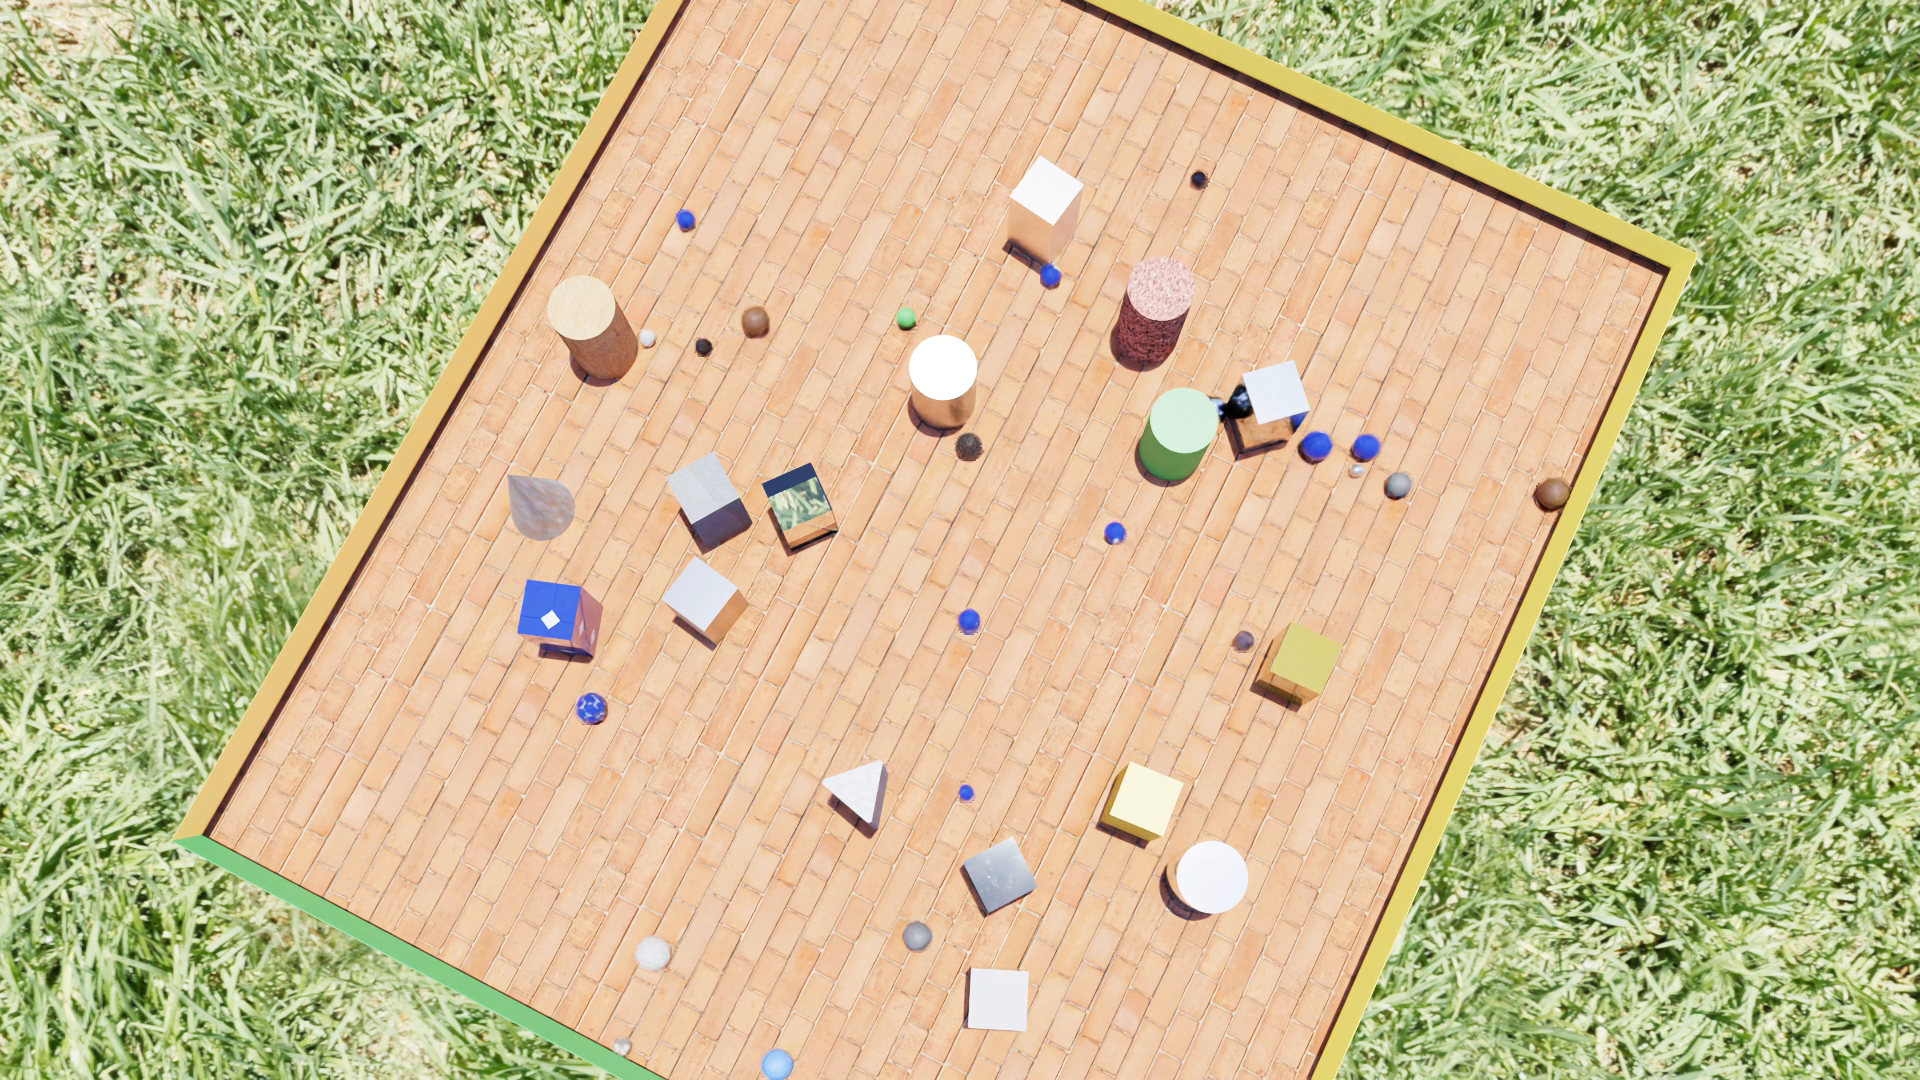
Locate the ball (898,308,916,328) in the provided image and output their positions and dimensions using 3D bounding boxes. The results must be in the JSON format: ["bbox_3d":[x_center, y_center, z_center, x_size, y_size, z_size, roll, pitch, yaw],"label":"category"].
[{"bbox_3d":[-0.167,-0.693,5.729,0.061,0.061,0.061,0,78,0],"label":"ball"}]

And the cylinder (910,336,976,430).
[{"bbox_3d":[-0.049,-0.470,5.537,0.198,0.347,0.198,0,78,0],"label":"cylinder"}]

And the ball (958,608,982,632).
[{"bbox_3d":[0.029,0.242,5.530,0.071,0.071,0.071,0,78,0],"label":"ball"}]

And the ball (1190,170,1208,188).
[{"bbox_3d":[0.759,-1.147,5.827,0.053,0.053,0.053,0,78,0],"label":"ball"}]

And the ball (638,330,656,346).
[{"bbox_3d":[-0.977,-0.630,5.721,0.051,0.051,0.051,0,78,0],"label":"ball"}]

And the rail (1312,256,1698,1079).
[{"bbox_3d":[1.448,0.716,5.402,0.045,0.128,3.646,26,80,5],"label":"rail"}]

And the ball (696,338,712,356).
[{"bbox_3d":[-0.799,-0.604,5.714,0.053,0.053,0.053,0,78,0],"label":"ball"}]

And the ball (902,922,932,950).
[{"bbox_3d":[-0.125,1.153,5.335,0.085,0.085,0.085,0,78,0],"label":"ball"}]

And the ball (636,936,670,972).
[{"bbox_3d":[-0.889,1.201,5.318,0.099,0.099,0.099,0,78,0],"label":"ball"}]

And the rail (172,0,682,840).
[{"bbox_3d":[-1.448,-0.702,5.695,0.045,0.128,3.646,26,80,5],"label":"rail"}]

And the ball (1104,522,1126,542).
[{"bbox_3d":[0.472,-0.024,5.588,0.065,0.065,0.065,0,78,0],"label":"ball"}]

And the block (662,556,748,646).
[{"bbox_3d":[-0.752,0.183,5.432,0.158,0.287,0.158,36,81,7],"label":"block"}]

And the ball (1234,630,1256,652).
[{"bbox_3d":[0.857,0.304,5.521,0.063,0.063,0.063,0,78,0],"label":"ball"}]

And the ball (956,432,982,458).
[{"bbox_3d":[0.028,-0.290,5.635,0.082,0.082,0.082,0,78,0],"label":"ball"}]

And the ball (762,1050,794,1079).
[{"bbox_3d":[-0.523,1.507,5.259,0.089,0.089,0.089,0,78,0],"label":"ball"}]

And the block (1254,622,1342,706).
[{"bbox_3d":[0.989,0.368,5.386,0.158,0.302,0.158,25,79,5],"label":"block"}]

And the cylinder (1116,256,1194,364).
[{"bbox_3d":[0.586,-0.690,5.544,0.198,0.423,0.198,0,78,0],"label":"cylinder"}]

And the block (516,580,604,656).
[{"bbox_3d":[-1.173,0.233,5.397,0.158,0.336,0.158,8,78,2],"label":"block"}]

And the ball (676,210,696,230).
[{"bbox_3d":[-0.866,-1.012,5.796,0.059,0.059,0.059,0,78,0],"label":"ball"}]

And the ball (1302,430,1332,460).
[{"bbox_3d":[1.095,-0.291,5.630,0.092,0.092,0.092,0,78,0],"label":"ball"}]

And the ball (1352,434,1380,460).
[{"bbox_3d":[1.248,-0.287,5.635,0.081,0.081,0.081,0,78,0],"label":"ball"}]

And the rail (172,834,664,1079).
[{"bbox_3d":[-0.805,1.583,5.222,3.285,0.128,0.045,26,80,5],"label":"rail"}]

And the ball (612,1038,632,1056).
[{"bbox_3d":[-0.976,1.464,5.287,0.053,0.053,0.053,0,78,0],"label":"ball"}]

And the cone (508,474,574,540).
[{"bbox_3d":[-1.282,-0.140,5.412,0.198,0.457,0.198,0,78,0],"label":"cone"}]

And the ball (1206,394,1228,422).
[{"bbox_3d":[0.780,-0.405,5.653,0.094,0.094,0.094,0,78,0],"label":"ball"}]

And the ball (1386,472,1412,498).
[{"bbox_3d":[1.344,-0.170,5.612,0.078,0.078,0.078,0,78,0],"label":"ball"}]

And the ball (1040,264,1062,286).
[{"bbox_3d":[0.287,-0.830,5.755,0.066,0.066,0.066,0,78,0],"label":"ball"}]

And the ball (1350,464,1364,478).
[{"bbox_3d":[1.219,-0.213,5.639,0.042,0.042,0.042,0,78,0],"label":"ball"}]

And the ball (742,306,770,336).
[{"bbox_3d":[-0.638,-0.683,5.713,0.089,0.089,0.089,0,78,0],"label":"ball"}]

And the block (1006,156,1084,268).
[{"bbox_3d":[0.258,-1.001,5.632,0.158,0.375,0.158,35,80,7],"label":"block"}]

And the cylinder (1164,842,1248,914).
[{"bbox_3d":[0.701,0.969,5.249,0.198,0.328,0.198,0,78,0],"label":"cylinder"}]

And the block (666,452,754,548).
[{"bbox_3d":[-0.743,-0.116,5.461,0.158,0.352,0.158,-30,80,-6],"label":"block"}]

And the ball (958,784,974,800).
[{"bbox_3d":[0.019,0.749,5.437,0.048,0.048,0.048,0,78,0],"label":"ball"}]

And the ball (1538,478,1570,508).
[{"bbox_3d":[1.813,-0.143,5.598,0.094,0.094,0.094,0,78,0],"label":"ball"}]

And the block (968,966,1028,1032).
[{"bbox_3d":[0.106,1.293,5.182,0.158,0.327,0.158,3,78,1],"label":"block"}]

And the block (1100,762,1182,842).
[{"bbox_3d":[0.519,0.756,5.276,0.158,0.361,0.158,22,79,4],"label":"block"}]

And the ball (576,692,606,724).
[{"bbox_3d":[-1.100,0.501,5.466,0.092,0.092,0.092,0,78,0],"label":"ball"}]

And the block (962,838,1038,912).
[{"bbox_3d":[0.115,0.968,5.288,0.158,0.250,0.158,-27,80,-5],"label":"block"}]

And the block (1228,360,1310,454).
[{"bbox_3d":[0.922,-0.396,5.518,0.158,0.354,0.158,-16,79,-3],"label":"block"}]

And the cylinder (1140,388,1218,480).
[{"bbox_3d":[0.653,-0.314,5.508,0.198,0.341,0.198,0,78,0],"label":"cylinder"}]

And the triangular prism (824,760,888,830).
[{"bbox_3d":[-0.264,0.708,5.250,0.171,0.432,0.148,40,81,8],"label":"triangular prism"}]

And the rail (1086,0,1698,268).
[{"bbox_3d":[0.805,-1.569,5.875,3.285,0.128,0.045,26,80,5],"label":"rail"}]

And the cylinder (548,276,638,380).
[{"bbox_3d":[-1.106,-0.639,5.546,0.198,0.397,0.198,0,78,0],"label":"cylinder"}]

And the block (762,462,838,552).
[{"bbox_3d":[-0.475,-0.097,5.487,0.158,0.293,0.158,-24,79,-5],"label":"block"}]
